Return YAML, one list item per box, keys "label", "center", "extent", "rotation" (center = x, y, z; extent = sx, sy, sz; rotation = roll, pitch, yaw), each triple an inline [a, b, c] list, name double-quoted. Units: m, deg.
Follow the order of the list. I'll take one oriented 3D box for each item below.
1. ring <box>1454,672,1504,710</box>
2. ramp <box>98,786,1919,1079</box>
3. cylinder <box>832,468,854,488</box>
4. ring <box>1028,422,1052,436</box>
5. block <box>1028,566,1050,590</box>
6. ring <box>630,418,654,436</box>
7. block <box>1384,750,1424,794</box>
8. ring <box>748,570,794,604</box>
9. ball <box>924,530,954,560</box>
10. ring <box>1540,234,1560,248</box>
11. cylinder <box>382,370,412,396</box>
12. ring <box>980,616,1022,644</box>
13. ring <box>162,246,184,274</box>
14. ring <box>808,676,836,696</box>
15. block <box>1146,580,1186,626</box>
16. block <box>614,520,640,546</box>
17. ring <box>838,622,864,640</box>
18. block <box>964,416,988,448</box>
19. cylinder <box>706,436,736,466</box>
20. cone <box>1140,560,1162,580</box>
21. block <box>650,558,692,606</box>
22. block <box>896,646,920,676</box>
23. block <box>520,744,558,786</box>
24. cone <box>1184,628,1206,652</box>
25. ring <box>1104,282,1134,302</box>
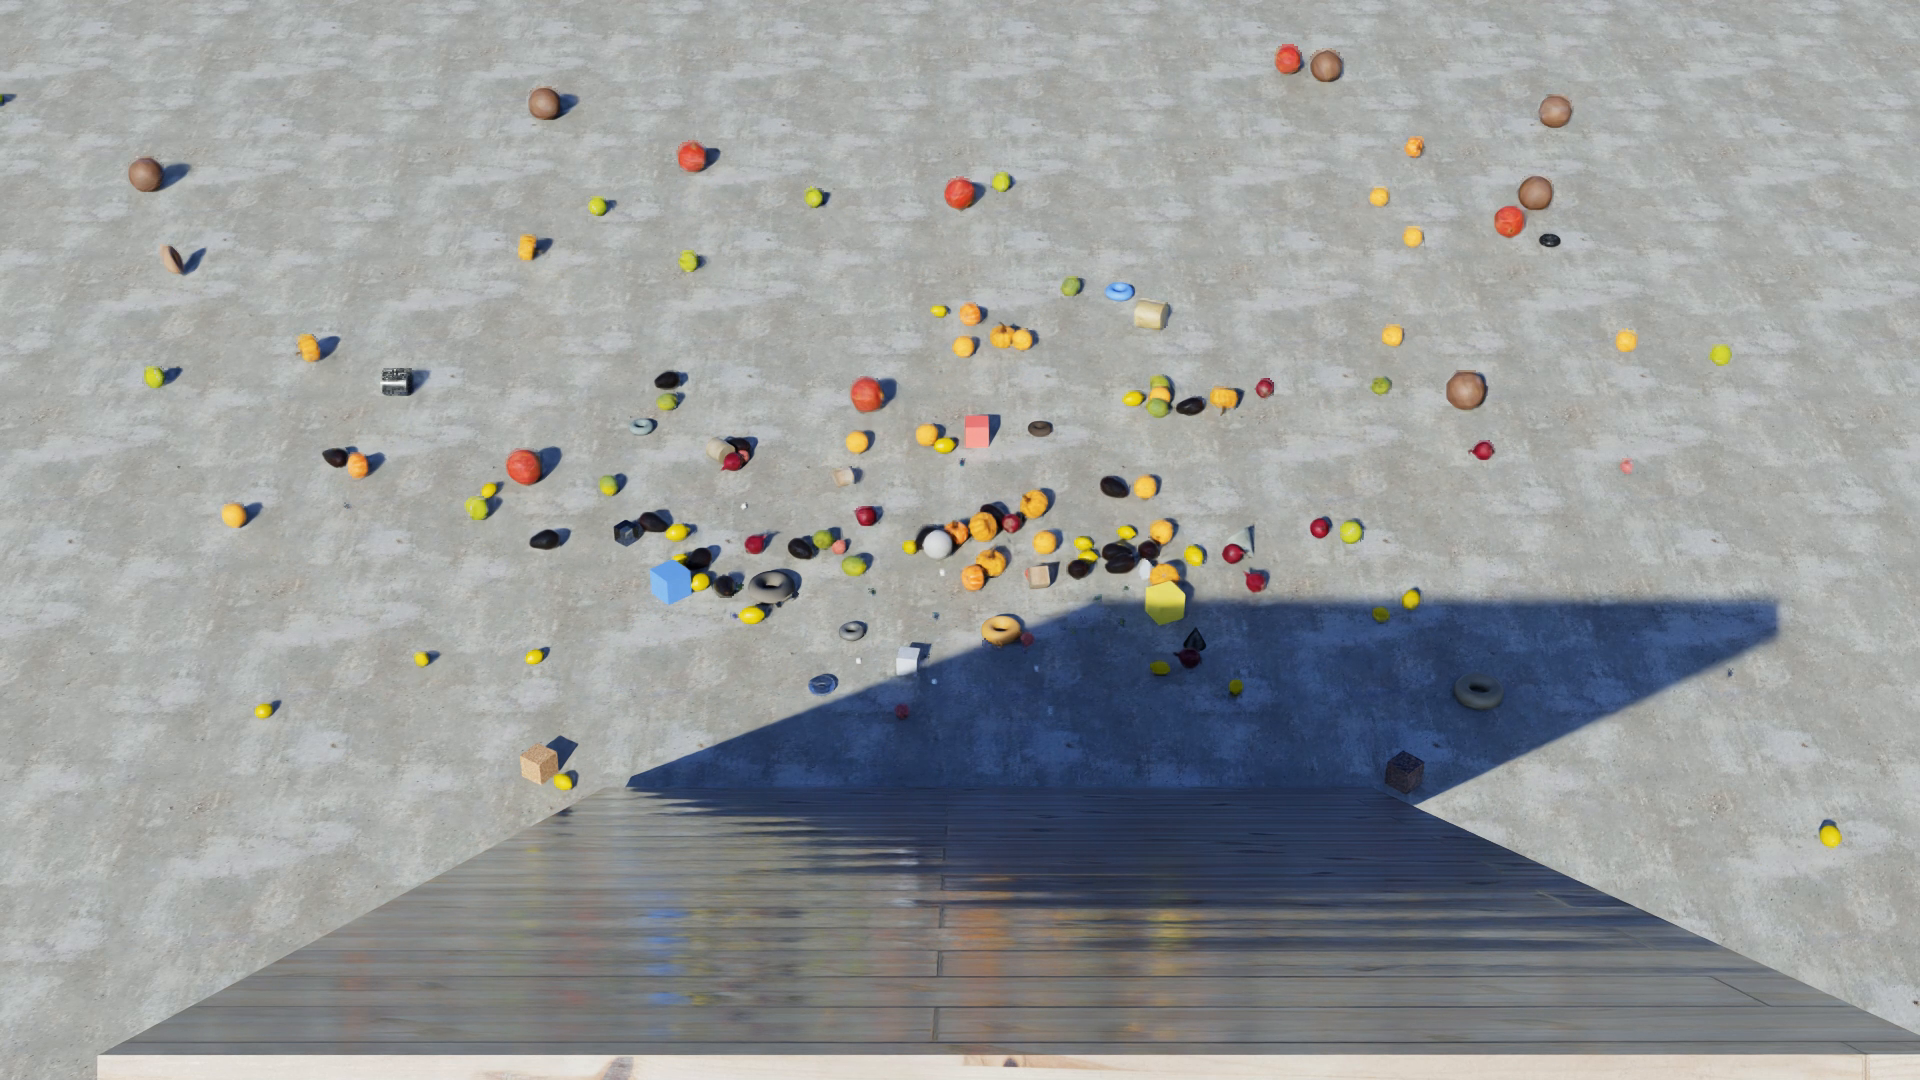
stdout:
- label: "ring"
  center: [1.444, 0.421, 7.225]
  extent: [0.140, 0.047, 0.140]
  rotation: [0, 35, 0]
- label: "ramp"
  center: [0.075, 0.649, 4.781]
  extent: [2.000, 0.100, 4.000]
  rotation: [0, -1, 0]
- label: "cylinder"
  center: [-0.366, -0.197, 8.144]
  extent: [0.052, 0.052, 0.052]
  rotation: [-22, 39, -17]
- label: "ring"
  center: [0.257, -0.361, 8.415]
  extent: [0.076, 0.025, 0.076]
  rotation: [0, 32, 0]
- label: "block"
  center: [0.232, 0.111, 7.662]
  extent: [0.054, 0.054, 0.054]
  rotation: [-5, 75, -8]
- label: "ring"
  center: [-1.034, -0.367, 8.423]
  extent: [0.080, 0.027, 0.080]
  rotation: [0, 35, 0]
- label: "block"
  center: [1.183, 0.619, 6.905]
  extent: [0.071, 0.071, 0.071]
  rotation: [29, 43, 36]
- label: "ring"
  center: [-0.555, 0.139, 7.646]
  extent: [0.139, 0.046, 0.139]
  rotation: [-1, 34, 1]
- label: "ball"
  center: [-0.065, 0.015, 7.793]
  extent: [0.090, 0.090, 0.090]
  rotation: [0, 34, 0]
- label: "ring"
  center: [2.164, -1.099, 9.522]
  extent: [0.079, 0.026, 0.079]
  rotation: [-1, 34, 1]
- label: "cylinder"
  center: [-1.866, -0.520, 8.602]
  extent: [0.083, 0.083, 0.083]
  rotation: [1, 34, 4]
- label: "ring"
  center: [0.118, 0.260, 7.472]
  extent: [0.117, 0.039, 0.117]
  rotation: [-1, 34, 1]
- label: "ring"
  center: [-2.816, -1.001, 9.275]
  extent: [0.037, 0.111, 0.111]
  rotation: [-23, 34, 7]
- label: "ring"
  center: [-0.388, 0.407, 7.264]
  extent: [0.076, 0.025, 0.076]
  rotation: [-1, 35, 0]
- label: "block"
  center: [0.597, 0.183, 7.548]
  extent: [0.083, 0.083, 0.083]
  rotation: [-16, 37, -22]
- label: "block"
  center: [-1.013, -0.021, 7.881]
  extent: [0.052, 0.052, 0.052]
  rotation: [25, 41, 32]
- label: "ring"
  center: [-0.312, 0.264, 7.479]
  extent: [0.075, 0.025, 0.075]
  rotation: [-1, 34, 1]
- label: "block"
  center: [0.054, -0.350, 8.353]
  extent: [0.075, 0.075, 0.075]
  rotation: [-1, 34, -1]
- label: "cylinder"
  center: [-0.762, -0.284, 8.260]
  extent: [0.069, 0.069, 0.069]
  rotation: [-28, 43, -35]
- label: "cone"
  center: [0.577, 0.097, 7.725]
  extent: [0.062, 0.062, 0.062]
  rotation: [16, 27, -26]
- label: "block"
  center: [-0.851, 0.124, 7.635]
  extent: [0.084, 0.084, 0.084]
  rotation: [-26, 42, -33]
- label: "block"
  center: [-0.145, 0.343, 7.330]
  extent: [0.058, 0.058, 0.058]
  rotation: [5, 34, 8]
- label: "block"
  center: [-1.124, 0.599, 6.937]
  extent: [0.069, 0.069, 0.069]
  rotation: [21, 39, 28]
- label: "cone"
  center: [0.674, 0.274, 7.427]
  extent: [0.065, 0.065, 0.065]
  rotation: [0, 34, 0]
- label: "ring"
  center: [0.563, -0.878, 9.184]
  extent: [0.102, 0.034, 0.102]
  rotation: [0, 35, 0]
